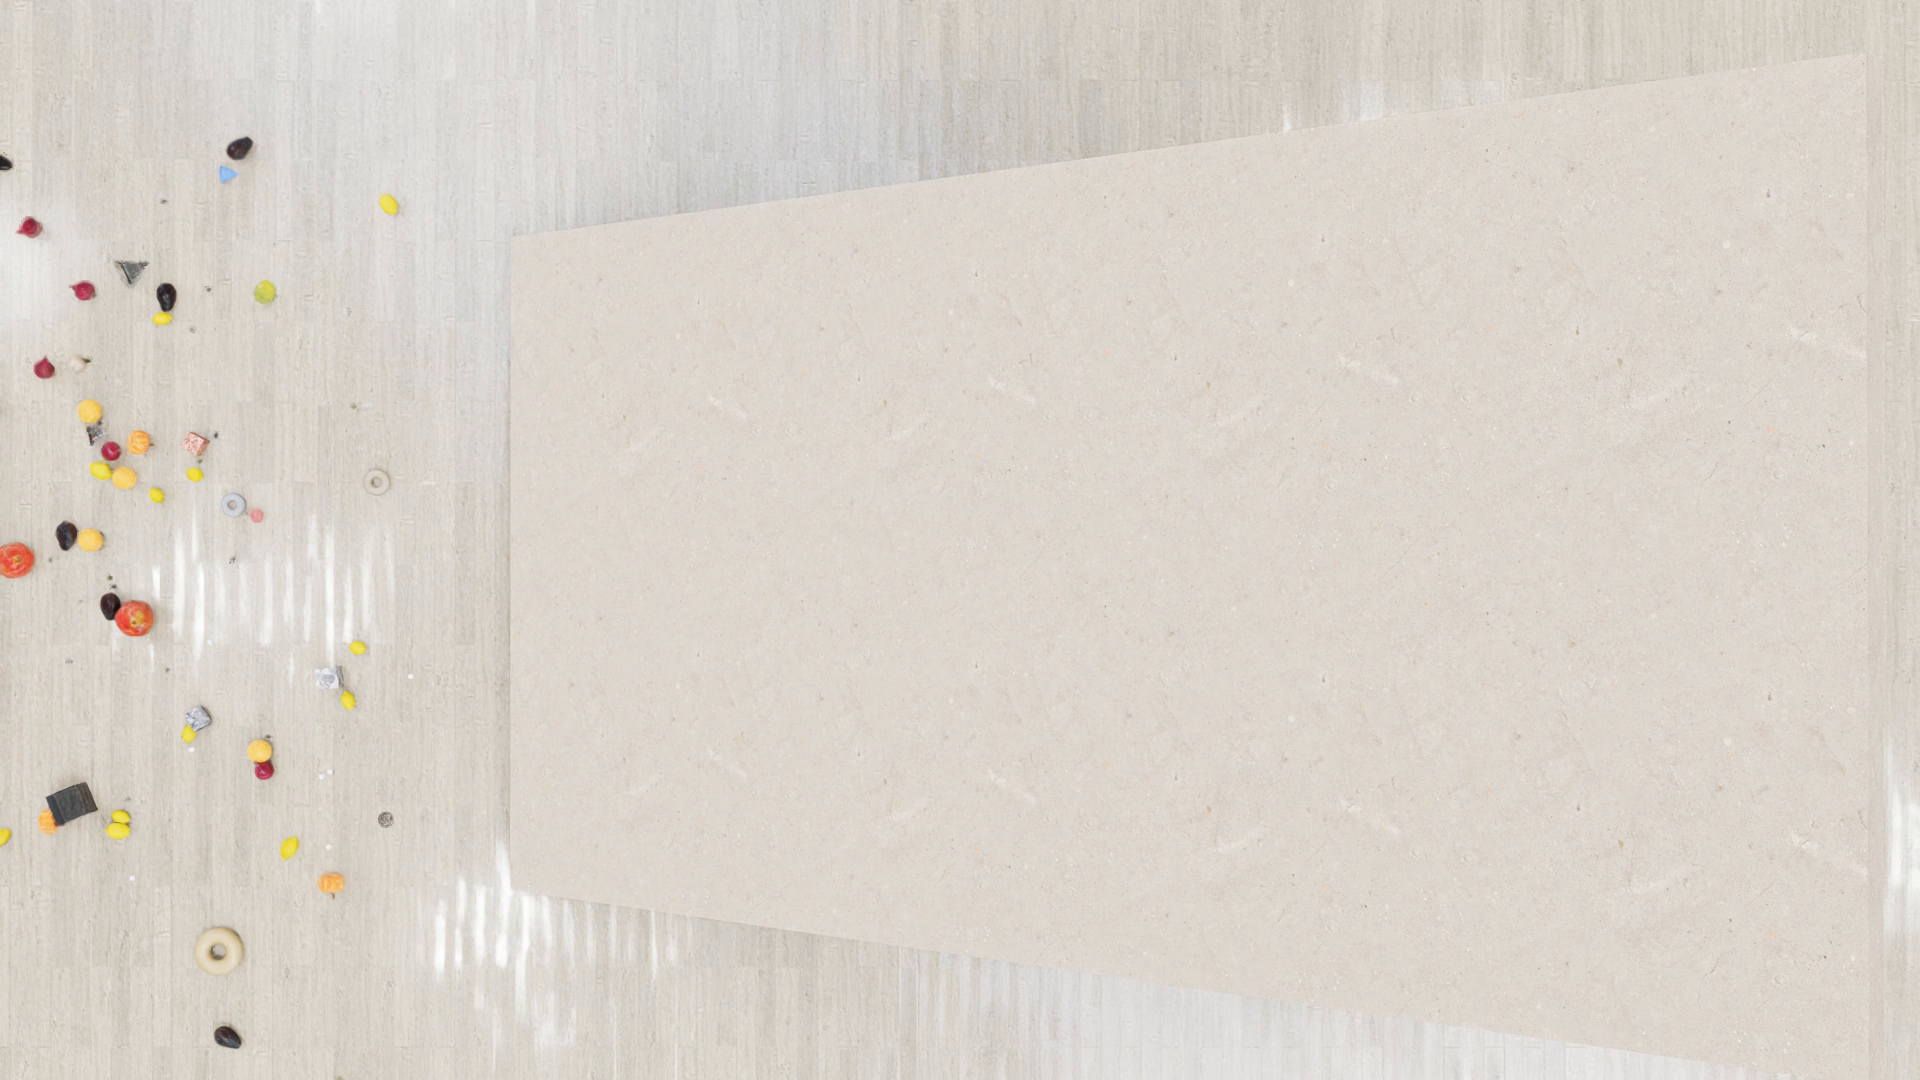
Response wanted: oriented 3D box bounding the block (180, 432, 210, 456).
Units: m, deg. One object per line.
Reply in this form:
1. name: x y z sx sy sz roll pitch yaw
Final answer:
1. block: -2.363 -0.297 6.794 0.054 0.054 0.054 29 90 0

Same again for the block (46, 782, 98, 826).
1. block: -2.732 0.812 6.766 0.096 0.096 0.096 -23 90 0

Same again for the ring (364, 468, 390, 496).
1. ring: -1.805 -0.179 6.806 0.084 0.028 0.084 0 89 1

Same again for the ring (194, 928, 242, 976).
1. ring: -2.288 1.270 6.786 0.148 0.049 0.148 0 88 0

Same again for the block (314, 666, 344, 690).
1. block: -1.944 0.426 6.783 0.065 0.065 0.065 -8 90 0

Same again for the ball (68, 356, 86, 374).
1. ball: -2.729 -0.542 6.794 0.056 0.056 0.056 0 90 0

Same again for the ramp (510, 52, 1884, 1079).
1. ramp: 0.220 0.063 5.536 4.000 0.100 2.000 0 90 38

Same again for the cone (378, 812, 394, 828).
1. cone: -1.778 0.866 6.788 0.050 0.050 0.050 0 90 0

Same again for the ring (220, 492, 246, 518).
1. ring: -2.250 -0.109 6.807 0.077 0.026 0.077 0 90 -1

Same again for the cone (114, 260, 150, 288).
1. cone: -2.549 -0.841 6.803 0.095 0.095 0.095 -32 90 -27

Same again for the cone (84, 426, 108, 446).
1. cone: -2.666 -0.327 6.806 0.067 0.067 0.067 -14 90 -27

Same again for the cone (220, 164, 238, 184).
1. cone: -2.261 -1.134 6.814 0.057 0.057 0.057 -4 90 -27
